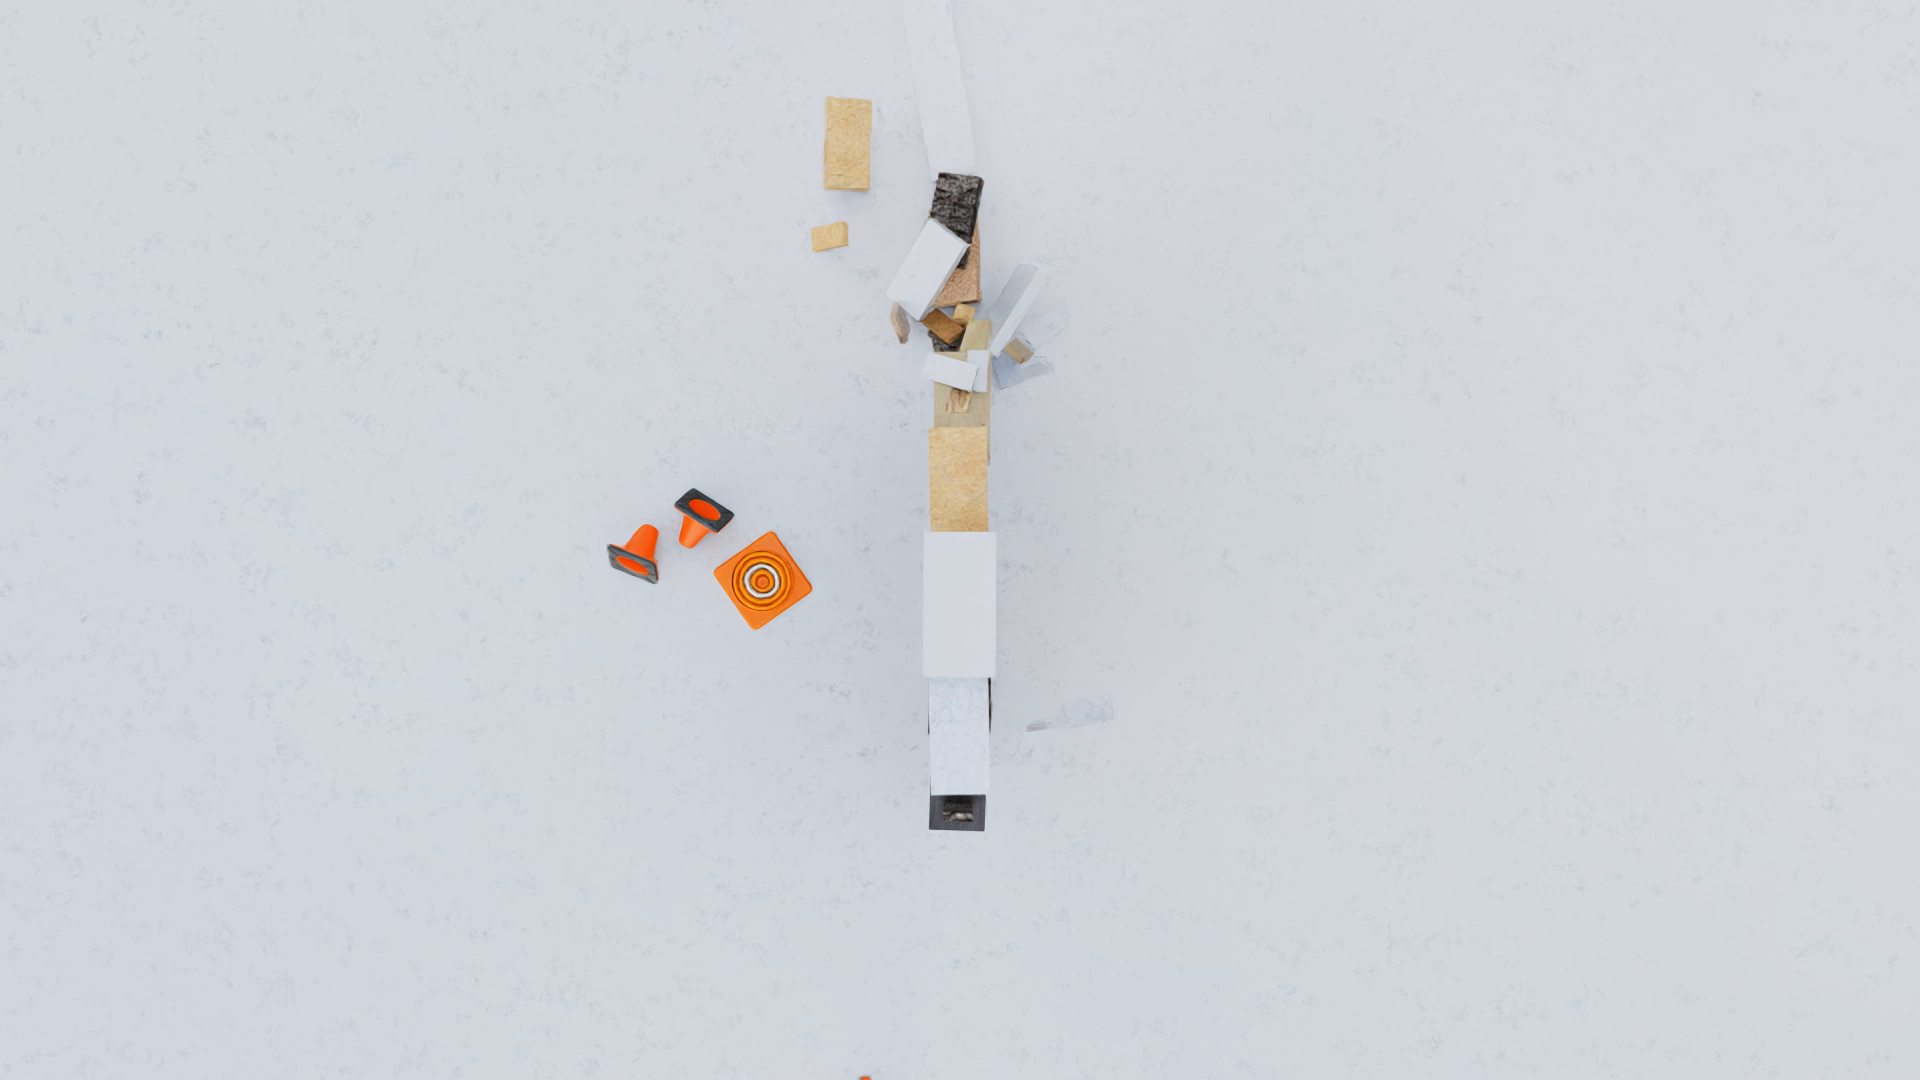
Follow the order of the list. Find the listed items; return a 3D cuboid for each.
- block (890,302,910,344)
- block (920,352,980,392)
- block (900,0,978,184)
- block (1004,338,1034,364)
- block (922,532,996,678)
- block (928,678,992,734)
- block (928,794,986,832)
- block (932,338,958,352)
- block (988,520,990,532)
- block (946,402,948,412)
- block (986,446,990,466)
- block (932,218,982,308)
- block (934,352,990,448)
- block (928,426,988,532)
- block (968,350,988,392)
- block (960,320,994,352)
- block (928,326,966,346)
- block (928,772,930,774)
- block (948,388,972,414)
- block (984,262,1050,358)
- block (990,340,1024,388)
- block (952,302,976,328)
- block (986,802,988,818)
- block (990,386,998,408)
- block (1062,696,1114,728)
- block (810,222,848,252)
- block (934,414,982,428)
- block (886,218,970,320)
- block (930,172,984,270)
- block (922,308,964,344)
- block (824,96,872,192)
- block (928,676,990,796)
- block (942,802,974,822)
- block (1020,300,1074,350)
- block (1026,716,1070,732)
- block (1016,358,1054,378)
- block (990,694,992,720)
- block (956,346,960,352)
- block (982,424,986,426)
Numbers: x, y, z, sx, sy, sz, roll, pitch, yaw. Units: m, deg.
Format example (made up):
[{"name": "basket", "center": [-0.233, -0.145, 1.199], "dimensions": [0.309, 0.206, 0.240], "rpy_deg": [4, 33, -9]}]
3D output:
[{"name": "block", "center": [-0.195, -0.713, 5.425], "dimensions": [0.019, 0.136, 0.068], "rpy_deg": [3, 61, 18]}, {"name": "block", "center": [-0.029, -0.489, 4.800], "dimensions": [0.155, 0.022, 0.077], "rpy_deg": [17, 93, 10]}, {"name": "block", "center": [-0.101, -1.687, 5.477], "dimensions": [0.159, 0.045, 0.989], "rpy_deg": [-10, 90, 0]}, {"name": "block", "center": [0.194, -0.620, 5.419], "dimensions": [0.081, 0.163, 0.023], "rpy_deg": [42, 109, -1]}, {"name": "block", "center": [-0.001, 0.148, 3.813], "dimensions": [0.167, 0.047, 0.334], "rpy_deg": [0, 90, 0]}, {"name": "block", "center": [-0.001, 0.329, 4.194], "dimensions": [0.160, 0.045, 0.320], "rpy_deg": [0, 90, 0]}, {"name": "block", "center": [-0.004, 0.642, 4.532], "dimensions": [0.153, 0.043, 0.307], "rpy_deg": [2, 90, 0]}, {"name": "block", "center": [-0.042, -0.603, 5.434], "dimensions": [0.074, 0.021, 0.149], "rpy_deg": [-11, 65, -4]}, {"name": "block", "center": [0.001, -0.058, 4.093], "dimensions": [0.138, 0.276, 0.039], "rpy_deg": [-3, 101, 0]}, {"name": "block", "center": [-0.012, -0.356, 4.806], "dimensions": [0.047, 0.013, 0.095], "rpy_deg": [-7, 79, 0]}, {"name": "block", "center": [0.014, -0.229, 4.688], "dimensions": [0.138, 0.275, 0.039], "rpy_deg": [-9, 89, 0]}, {"name": "block", "center": [-0.015, -0.937, 5.439], "dimensions": [0.159, 0.045, 0.318], "rpy_deg": [-3, 86, 23]}, {"name": "block", "center": [0.006, -0.388, 4.846], "dimensions": [0.165, 0.047, 0.329], "rpy_deg": [0, 91, 0]}, {"name": "block", "center": [-0.003, -0.130, 3.933], "dimensions": [0.138, 0.039, 0.276], "rpy_deg": [-1, 91, 0]}, {"name": "block", "center": [0.050, -0.493, 4.812], "dimensions": [0.059, 0.017, 0.119], "rpy_deg": [3, 91, 0]}, {"name": "block", "center": [0.045, -0.633, 5.371], "dimensions": [0.081, 0.023, 0.191], "rpy_deg": [1, 59, 30]}, {"name": "block", "center": [-0.030, -0.682, 5.448], "dimensions": [0.136, 0.019, 0.068], "rpy_deg": [21, 60, 17]}, {"name": "block", "center": [-0.002, 0.541, 4.202], "dimensions": [0.139, 0.617, 0.039], "rpy_deg": [7, 90, 0]}, {"name": "block", "center": [-0.005, -0.379, 4.789], "dimensions": [0.059, 0.017, 0.119], "rpy_deg": [9, 68, 4]}, {"name": "block", "center": [0.160, -0.757, 5.419], "dimensions": [0.045, 0.159, 0.318], "rpy_deg": [32, 90, -27]}, {"name": "block", "center": [0.150, -0.589, 5.489], "dimensions": [0.077, 0.022, 0.155], "rpy_deg": [-19, 90, 0]}, {"name": "block", "center": [0.008, -0.730, 5.446], "dimensions": [0.061, 0.122, 0.017], "rpy_deg": [24, 54, 0]}, {"name": "block", "center": [-0.002, 0.747, 4.911], "dimensions": [0.153, 0.715, 0.043], "rpy_deg": [0, 90, 0]}, {"name": "block", "center": [0.023, -0.427, 5.035], "dimensions": [0.165, 0.329, 0.047], "rpy_deg": [-7, 98, 0]}, {"name": "block", "center": [0.425, 0.569, 5.460], "dimensions": [0.159, 0.023, 0.080], "rpy_deg": [-9, 74, -13]}, {"name": "block", "center": [-0.431, -0.999, 5.439], "dimensions": [0.155, 0.022, 0.077], "rpy_deg": [-2, 90, 44]}, {"name": "block", "center": [-0.003, -0.201, 4.248], "dimensions": [0.123, 0.035, 0.246], "rpy_deg": [-1, 90, 0]}, {"name": "block", "center": [-0.109, -0.883, 5.390], "dimensions": [0.148, 0.042, 0.297], "rpy_deg": [40, 115, 14]}, {"name": "block", "center": [-0.024, -1.046, 5.400], "dimensions": [0.149, 0.042, 0.297], "rpy_deg": [13, 93, 23]}, {"name": "block", "center": [-0.057, -0.707, 5.442], "dimensions": [0.068, 0.019, 0.136], "rpy_deg": [-37, 60, -19]}, {"name": "block", "center": [-0.370, -1.308, 5.454], "dimensions": [0.149, 0.042, 0.297], "rpy_deg": [2, 88, -8]}, {"name": "block", "center": [-0.001, 0.456, 3.874], "dimensions": [0.139, 0.039, 0.278], "rpy_deg": [-1, 90, 0]}, {"name": "block", "center": [-0.005, 0.730, 4.431], "dimensions": [0.080, 0.159, 0.023], "rpy_deg": [3, 91, 0]}, {"name": "block", "center": [0.288, -0.713, 5.488], "dimensions": [0.163, 0.023, 0.081], "rpy_deg": [-36, 90, 0]}, {"name": "block", "center": [0.277, 0.576, 5.158], "dimensions": [0.080, 0.159, 0.023], "rpy_deg": [-13, 84, 26]}, {"name": "block", "center": [0.239, -0.547, 5.241], "dimensions": [0.059, 0.119, 0.017], "rpy_deg": [31, 65, -31]}, {"name": "block", "center": [0.003, 0.432, 4.376], "dimensions": [0.160, 0.319, 0.045], "rpy_deg": [4, 90, 0]}, {"name": "block", "center": [-0.014, -0.609, 5.459], "dimensions": [0.074, 0.021, 0.148], "rpy_deg": [-3, 65, 0]}, {"name": "block", "center": [0.005, -0.277, 4.389], "dimensions": [0.123, 0.246, 0.035], "rpy_deg": [-4, 89, 0]}]
